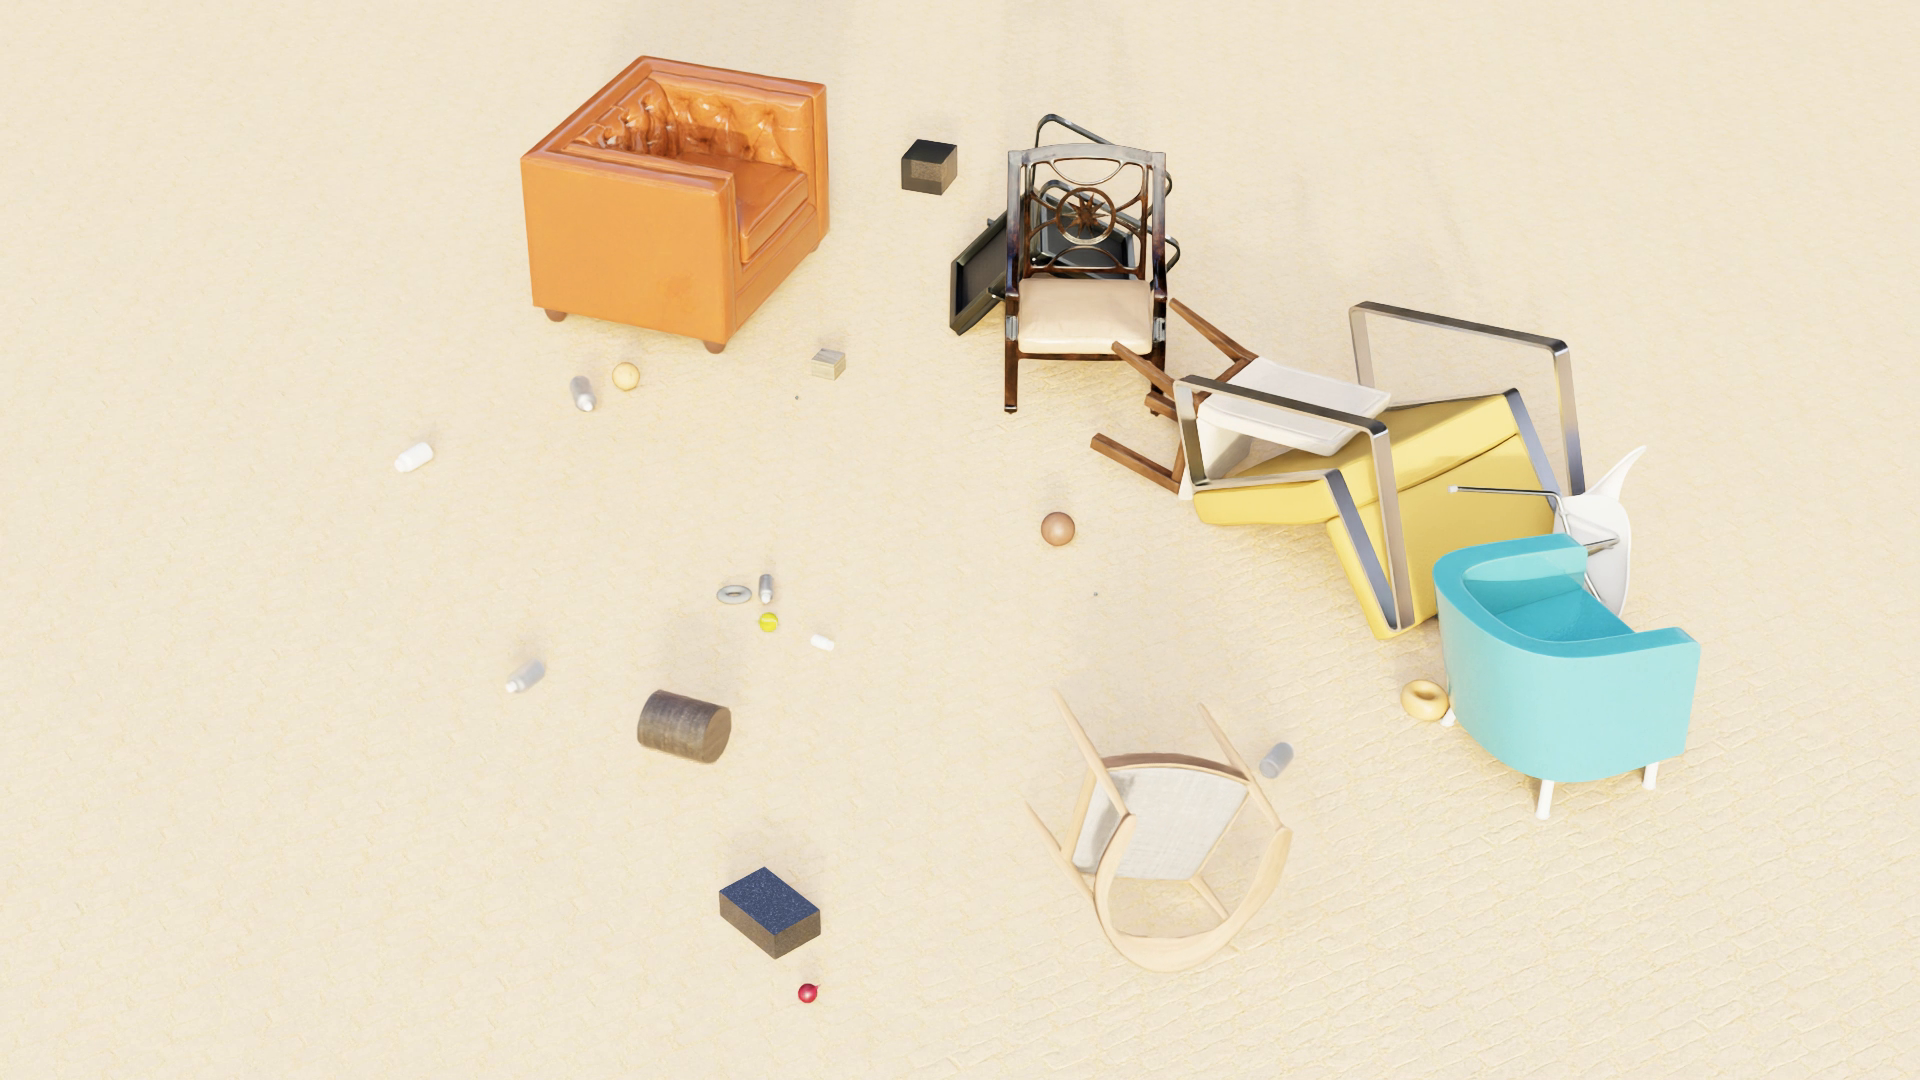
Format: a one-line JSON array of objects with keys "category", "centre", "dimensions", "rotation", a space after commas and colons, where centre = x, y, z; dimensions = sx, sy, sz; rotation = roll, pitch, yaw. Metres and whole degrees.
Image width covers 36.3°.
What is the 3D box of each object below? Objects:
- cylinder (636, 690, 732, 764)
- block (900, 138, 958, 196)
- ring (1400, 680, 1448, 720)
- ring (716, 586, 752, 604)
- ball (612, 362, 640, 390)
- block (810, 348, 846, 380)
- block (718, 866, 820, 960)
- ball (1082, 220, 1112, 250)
[{"category": "cylinder", "centre": [-0.922, 0.625, 9.820], "dimensions": [0.244, 0.192, 0.219], "rotation": [14, 23, 19]}, {"category": "block", "centre": [-0.140, -1.703, 13.385], "dimensions": [0.195, 0.157, 0.215], "rotation": [11, 35, 16]}, {"category": "ring", "centre": [1.592, 0.548, 10.045], "dimensions": [0.161, 0.076, 0.186], "rotation": [-8, 33, -15]}, {"category": "ring", "centre": [-0.818, 0.198, 10.618], "dimensions": [0.130, 0.029, 0.102], "rotation": [-1, 34, -1]}, {"category": "ball", "centre": [-1.350, -0.663, 11.847], "dimensions": [0.113, 0.113, 0.113], "rotation": [0, 33, 0]}, {"category": "block", "centre": [-0.537, -0.717, 11.962], "dimensions": [0.104, 0.076, 0.106], "rotation": [14, 36, 20]}, {"category": "block", "centre": [-0.590, 1.156, 9.098], "dimensions": [0.181, 0.100, 0.278], "rotation": [-26, 41, -33]}, {"category": "ball", "centre": [0.601, -1.336, 12.852], "dimensions": [0.132, 0.132, 0.132], "rotation": [0, 33, 0]}]
